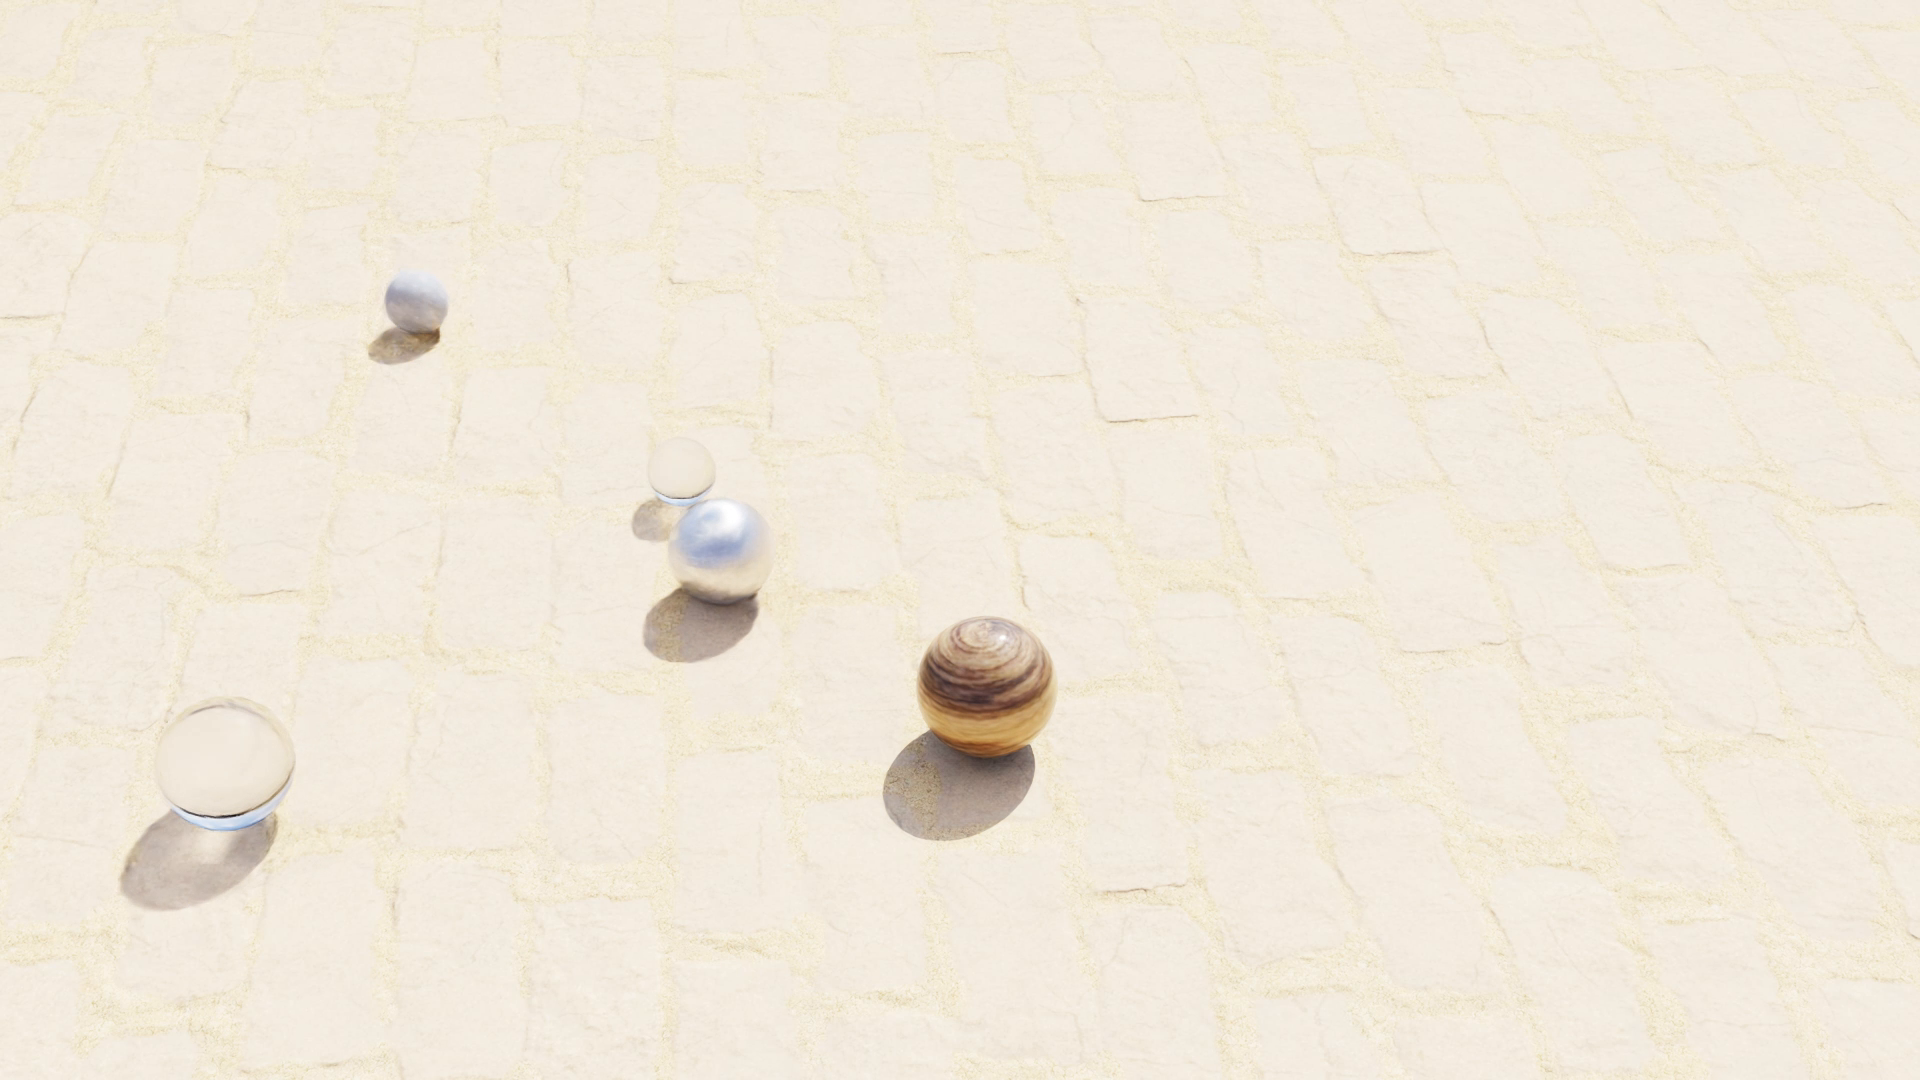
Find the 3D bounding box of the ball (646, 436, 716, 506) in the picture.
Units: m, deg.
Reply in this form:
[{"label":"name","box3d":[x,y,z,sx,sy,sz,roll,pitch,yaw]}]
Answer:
[{"label":"ball","box3d":[-0.176,-0.043,1.628,0.044,0.044,0.044,0,37,0]}]

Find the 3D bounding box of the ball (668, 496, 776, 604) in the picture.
[{"label":"ball","box3d":[-0.143,0.006,1.543,0.065,0.065,0.065,0,37,0]}]

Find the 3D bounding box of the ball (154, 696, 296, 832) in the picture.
[{"label":"ball","box3d":[-0.396,0.120,1.384,0.073,0.073,0.073,0,37,0]}]

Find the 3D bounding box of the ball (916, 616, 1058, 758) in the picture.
[{"label":"ball","box3d":[0.015,0.082,1.430,0.080,0.080,0.080,0,37,0]}]

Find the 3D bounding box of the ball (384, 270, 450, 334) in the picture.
[{"label":"ball","box3d":[-0.379,-0.166,1.792,0.045,0.045,0.045,0,37,0]}]
